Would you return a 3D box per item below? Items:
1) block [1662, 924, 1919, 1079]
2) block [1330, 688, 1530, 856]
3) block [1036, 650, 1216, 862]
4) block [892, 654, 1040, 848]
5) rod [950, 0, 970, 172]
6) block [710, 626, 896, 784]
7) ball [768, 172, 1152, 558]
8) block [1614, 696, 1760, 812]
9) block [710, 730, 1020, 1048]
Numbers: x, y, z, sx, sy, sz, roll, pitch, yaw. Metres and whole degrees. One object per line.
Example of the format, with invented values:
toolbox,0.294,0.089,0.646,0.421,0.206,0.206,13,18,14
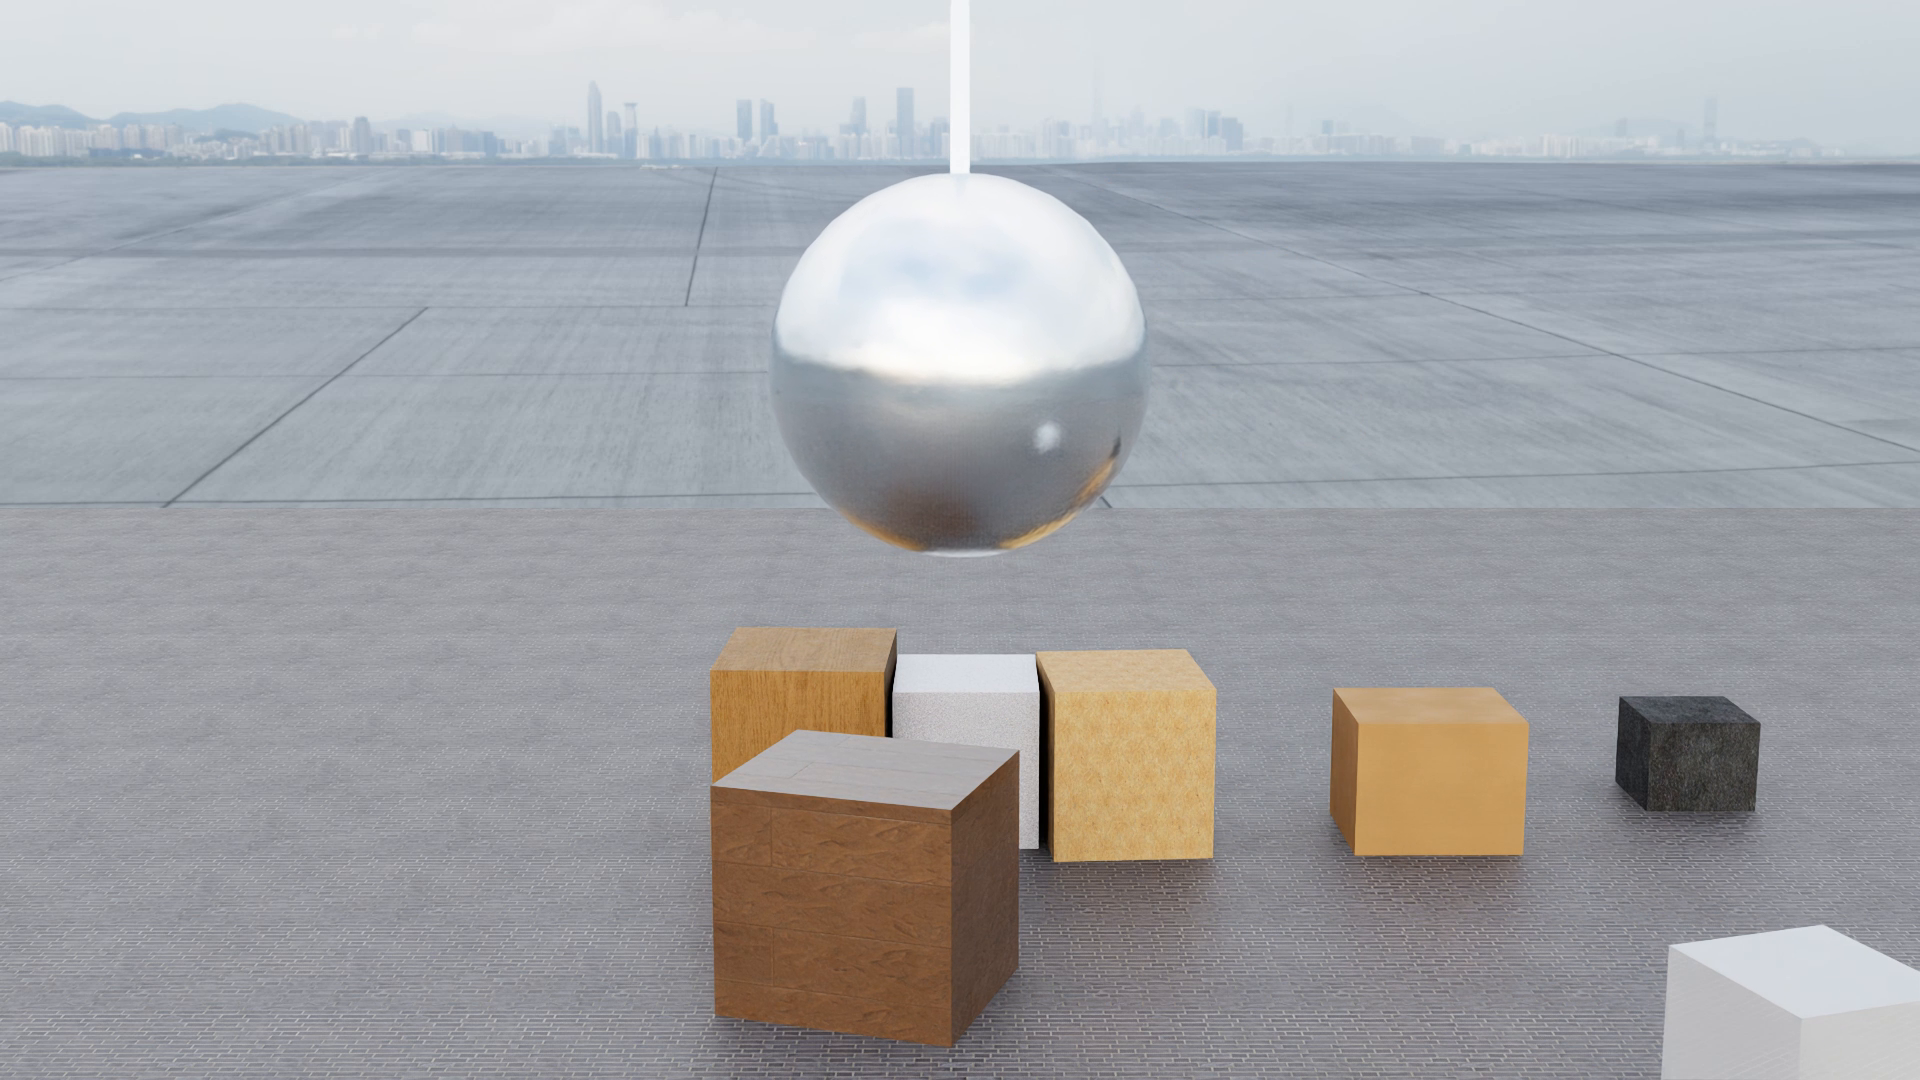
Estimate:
block,2.841,1.815,7.396,0.638,0.783,0.675,-3,11,-18
block,2.379,1.171,11.237,0.839,0.676,0.724,0,10,0
block,0.827,1.081,11.219,0.793,0.859,0.872,-1,10,-4
block,0.032,1.079,11.371,0.728,0.808,0.815,0,10,0
rod,0.000,-4.093,9.623,0.080,5.200,0.080,0,-8,0
block,-0.776,1.022,11.264,0.850,0.958,0.973,0,10,2
ball,0.000,-0.723,9.173,1.600,1.600,1.600,0,10,0
block,3.923,1.150,11.885,0.574,0.484,0.568,0,10,0
block,-0.372,1.408,9.111,1.015,0.969,0.898,3,11,18
